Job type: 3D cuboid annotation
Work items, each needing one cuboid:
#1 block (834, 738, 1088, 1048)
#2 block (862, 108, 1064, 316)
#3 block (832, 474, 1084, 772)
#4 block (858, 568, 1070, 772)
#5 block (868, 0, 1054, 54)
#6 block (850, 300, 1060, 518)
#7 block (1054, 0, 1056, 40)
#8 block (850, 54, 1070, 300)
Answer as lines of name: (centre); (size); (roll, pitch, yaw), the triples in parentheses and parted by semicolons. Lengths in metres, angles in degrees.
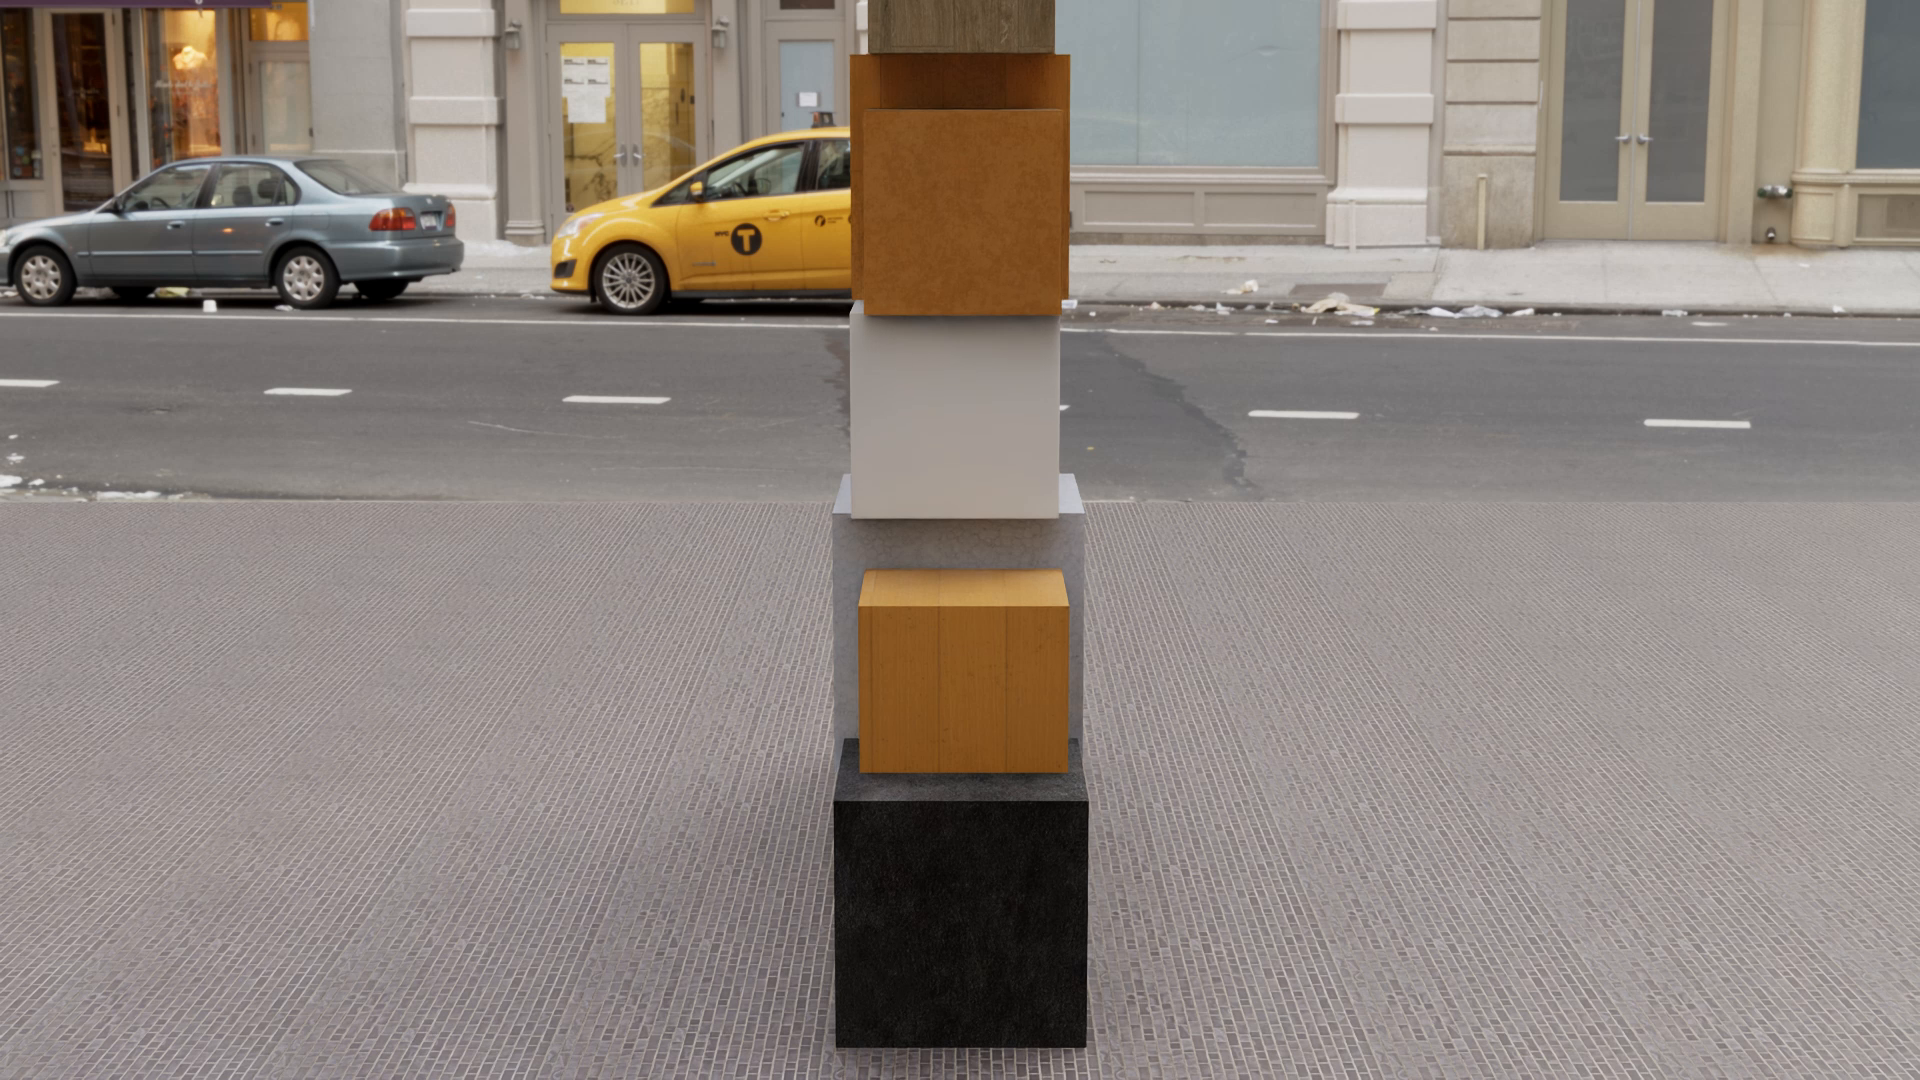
block: (0.004, 1.316, 9.719); (0.916, 0.933, 0.882); (0, 10, 0)
block: (0.011, -1.298, 10.064); (0.755, 0.770, 0.662); (0, 10, 0)
block: (-0.006, 0.324, 10.736); (0.999, 1.060, 1.015); (0, 10, 0)
block: (0.014, 0.492, 9.872); (0.778, 0.635, 0.725); (0, 10, 0)
block: (0.002, -2.361, 10.326); (0.725, 0.803, 0.738); (0, 10, 0)
block: (-0.019, -0.542, 10.299); (0.811, 0.801, 0.719); (0, 10, 0)
block: (0.009, -2.453, 11.131); (0.778, 0.714, 0.859); (0, 10, 0)
block: (0.000, -1.539, 10.818); (0.887, 0.983, 0.876); (0, 10, 0)
